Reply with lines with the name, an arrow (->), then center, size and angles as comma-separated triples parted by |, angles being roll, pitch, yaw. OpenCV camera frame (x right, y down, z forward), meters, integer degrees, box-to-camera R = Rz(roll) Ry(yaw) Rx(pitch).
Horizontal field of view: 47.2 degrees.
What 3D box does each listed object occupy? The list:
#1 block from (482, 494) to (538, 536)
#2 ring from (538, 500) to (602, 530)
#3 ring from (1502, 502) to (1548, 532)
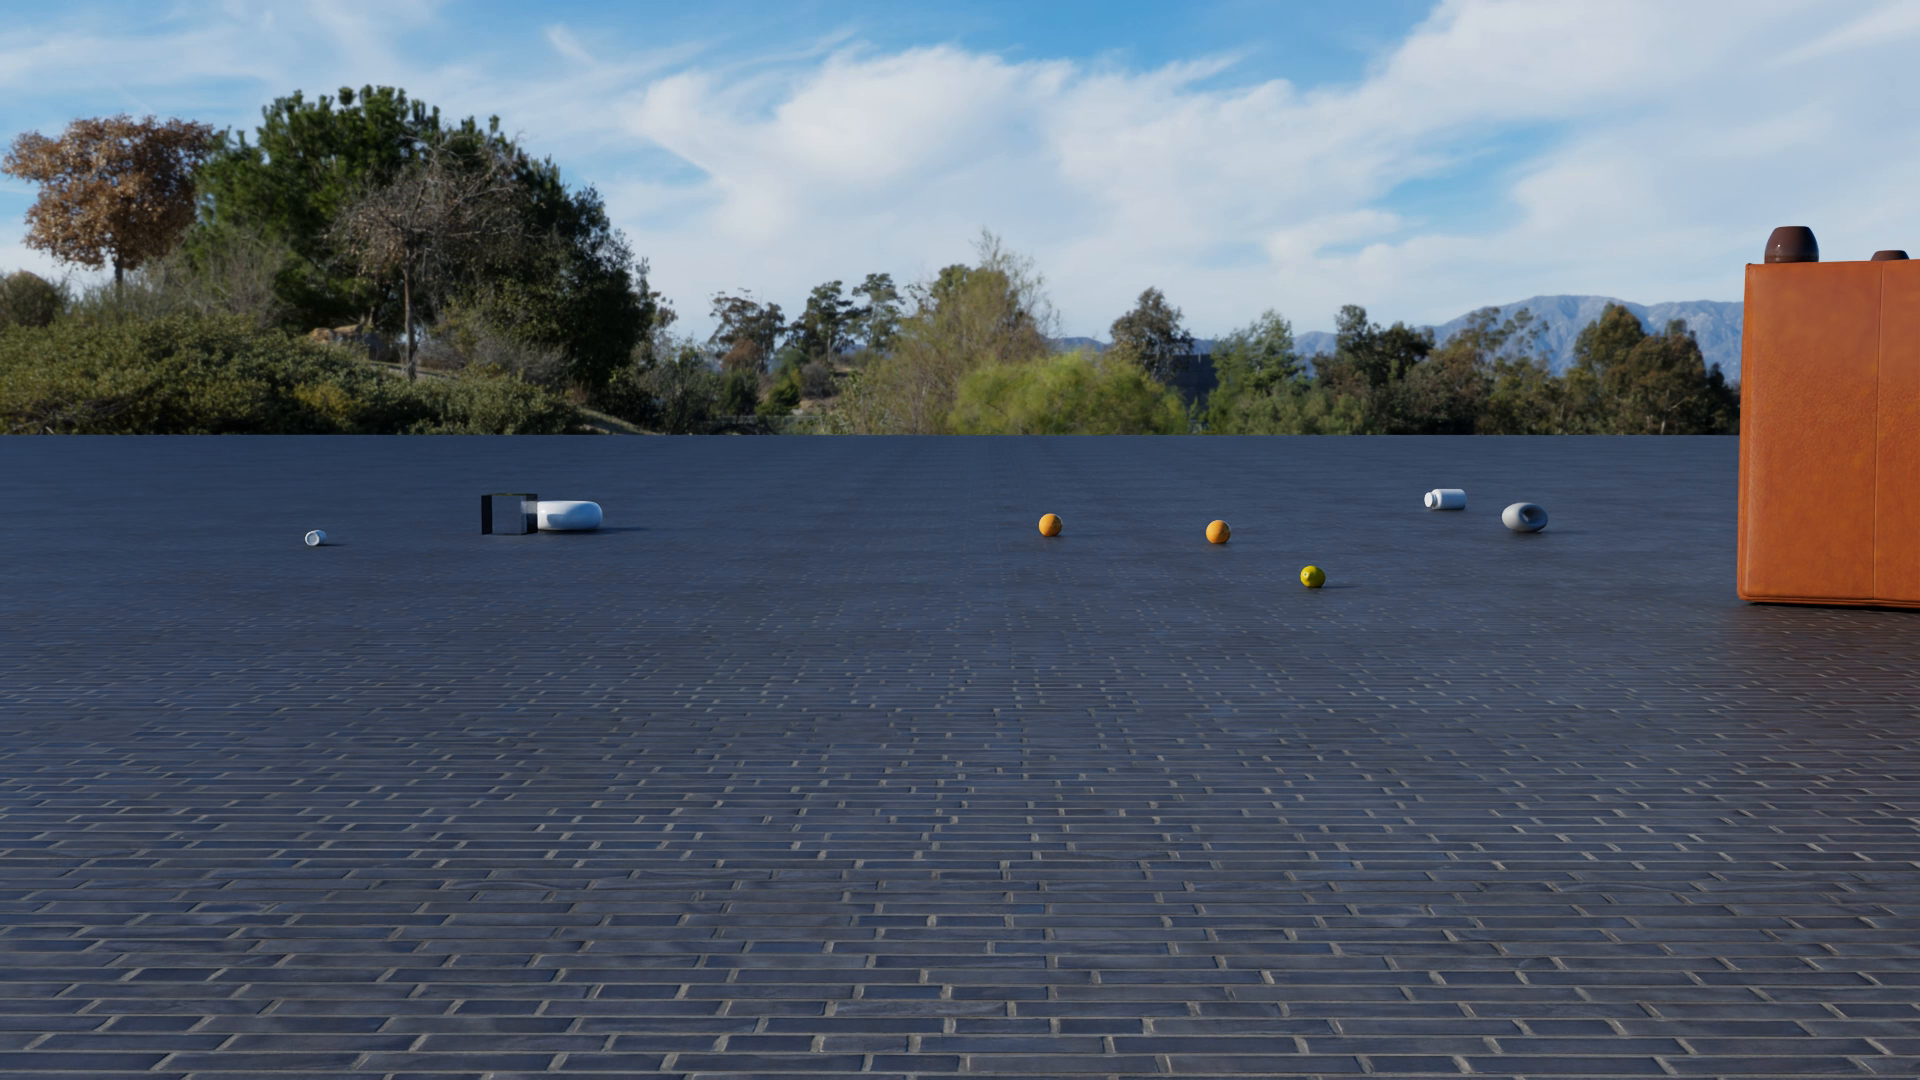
block -> -1.396, -0.080, 6.819 | 0.128, 0.122, 0.141 | 1, 4, 10
ring -> -1.260, -0.078, 7.037 | 0.231, 0.090, 0.253 | 0, 3, -22
ring -> 1.770, -0.069, 6.891 | 0.150, 0.094, 0.078 | 8, -12, -24
